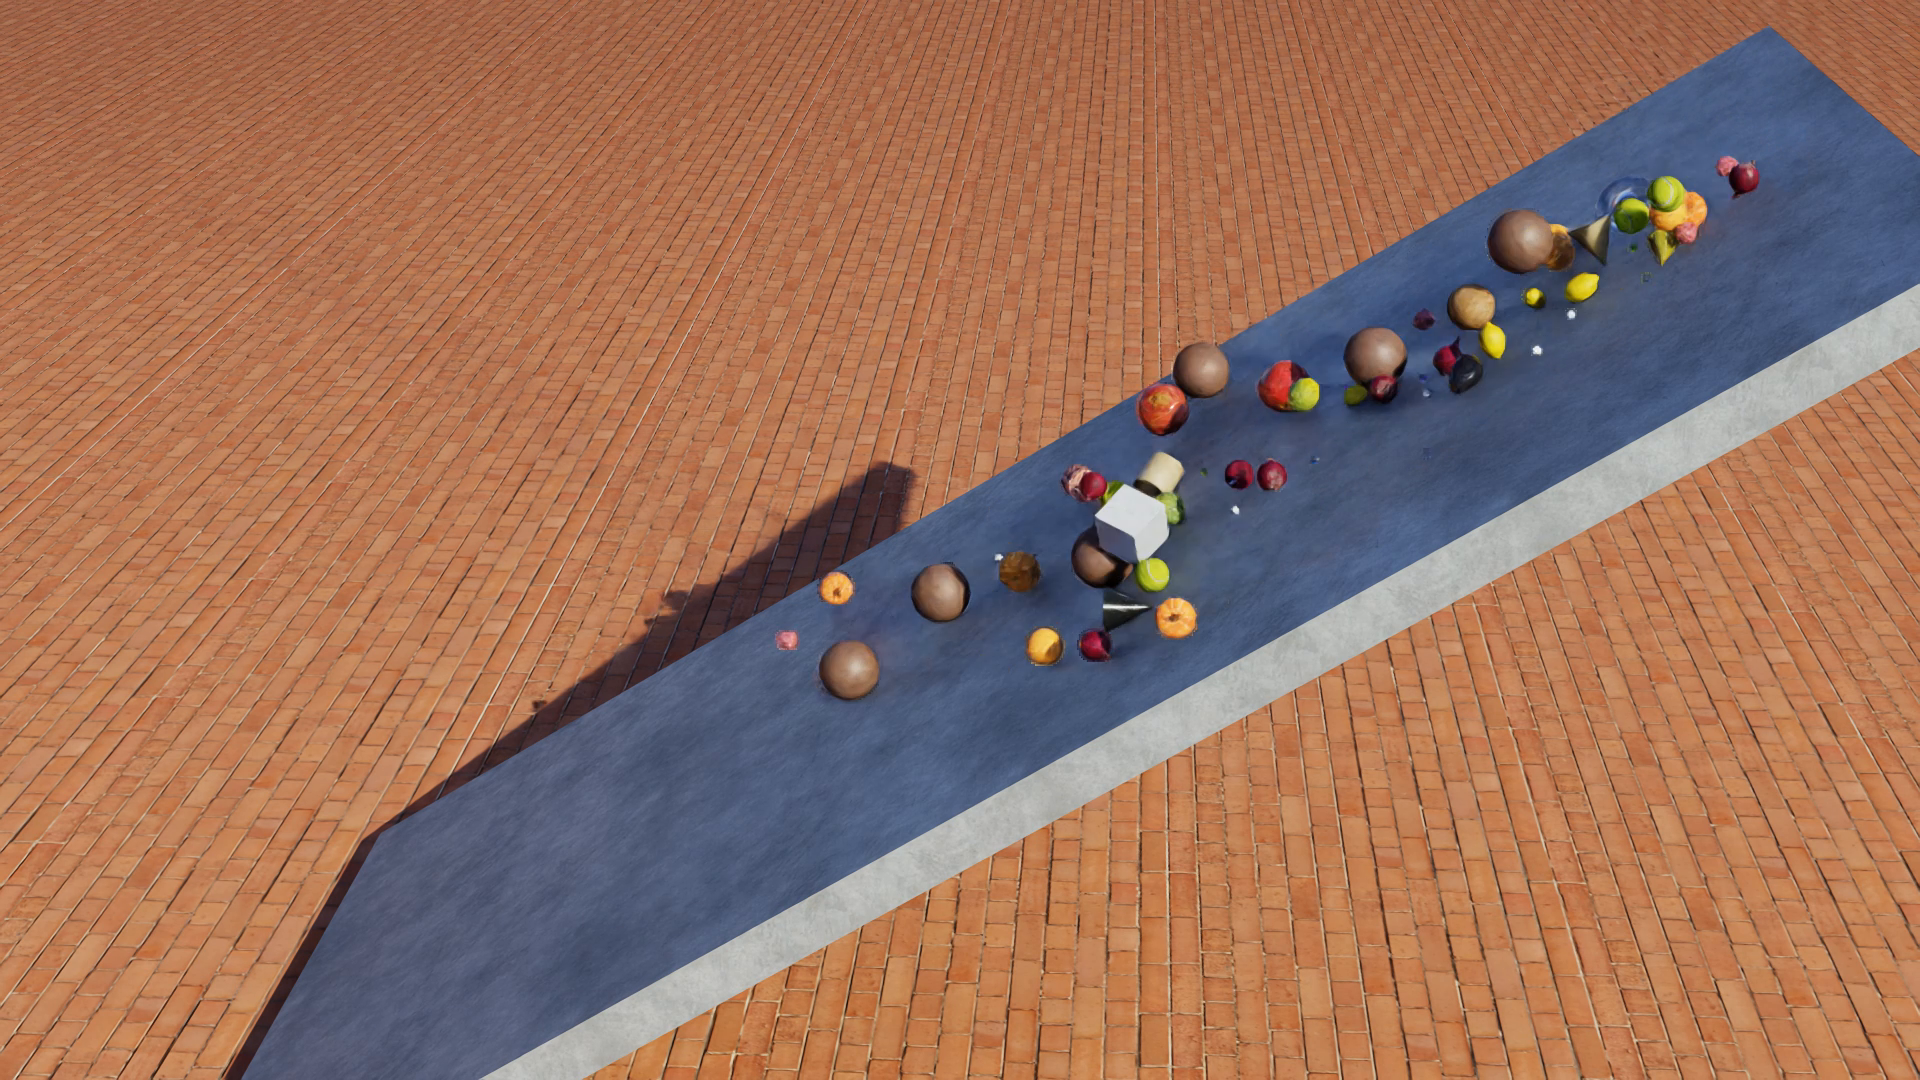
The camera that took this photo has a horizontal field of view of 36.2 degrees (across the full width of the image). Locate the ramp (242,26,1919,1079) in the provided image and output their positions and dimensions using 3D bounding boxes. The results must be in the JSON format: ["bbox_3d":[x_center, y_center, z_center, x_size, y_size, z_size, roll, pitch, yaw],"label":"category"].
[{"bbox_3d":[0.141,0.169,6.292,4.000,0.100,2.000,-30,15,13],"label":"ramp"}]

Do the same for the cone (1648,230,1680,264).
[{"bbox_3d":[1.377,-0.562,5.760,0.064,0.064,0.064,5,58,13],"label":"cone"}]

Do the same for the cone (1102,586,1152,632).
[{"bbox_3d":[0.331,0.133,5.733,0.093,0.093,0.093,-2,19,12],"label":"cone"}]

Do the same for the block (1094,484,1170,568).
[{"bbox_3d":[0.342,-0.028,5.850,0.099,0.099,0.099,29,62,30],"label":"block"}]

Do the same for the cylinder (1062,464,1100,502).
[{"bbox_3d":[0.272,-0.128,6.614,0.072,0.072,0.072,-4,12,-10],"label":"cylinder"}]

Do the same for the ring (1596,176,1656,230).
[{"bbox_3d":[1.372,-0.693,6.058,0.126,0.126,0.042,16,-18,37],"label":"ring"}]

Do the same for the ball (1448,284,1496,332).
[{"bbox_3d":[1.050,-0.478,6.037,0.098,0.098,0.098,0,20,0],"label":"ball"}]

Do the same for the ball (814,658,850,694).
[{"bbox_3d":[-0.279,0.297,6.412,0.082,0.082,0.082,0,20,0],"label":"ball"}]

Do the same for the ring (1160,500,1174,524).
[{"bbox_3d":[0.392,-0.038,6.145,0.125,0.042,0.125,-30,14,9],"label":"ring"}]

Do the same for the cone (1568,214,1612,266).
[{"bbox_3d":[1.284,-0.594,5.923,0.096,0.096,0.096,-22,4,2],"label":"cone"}]
